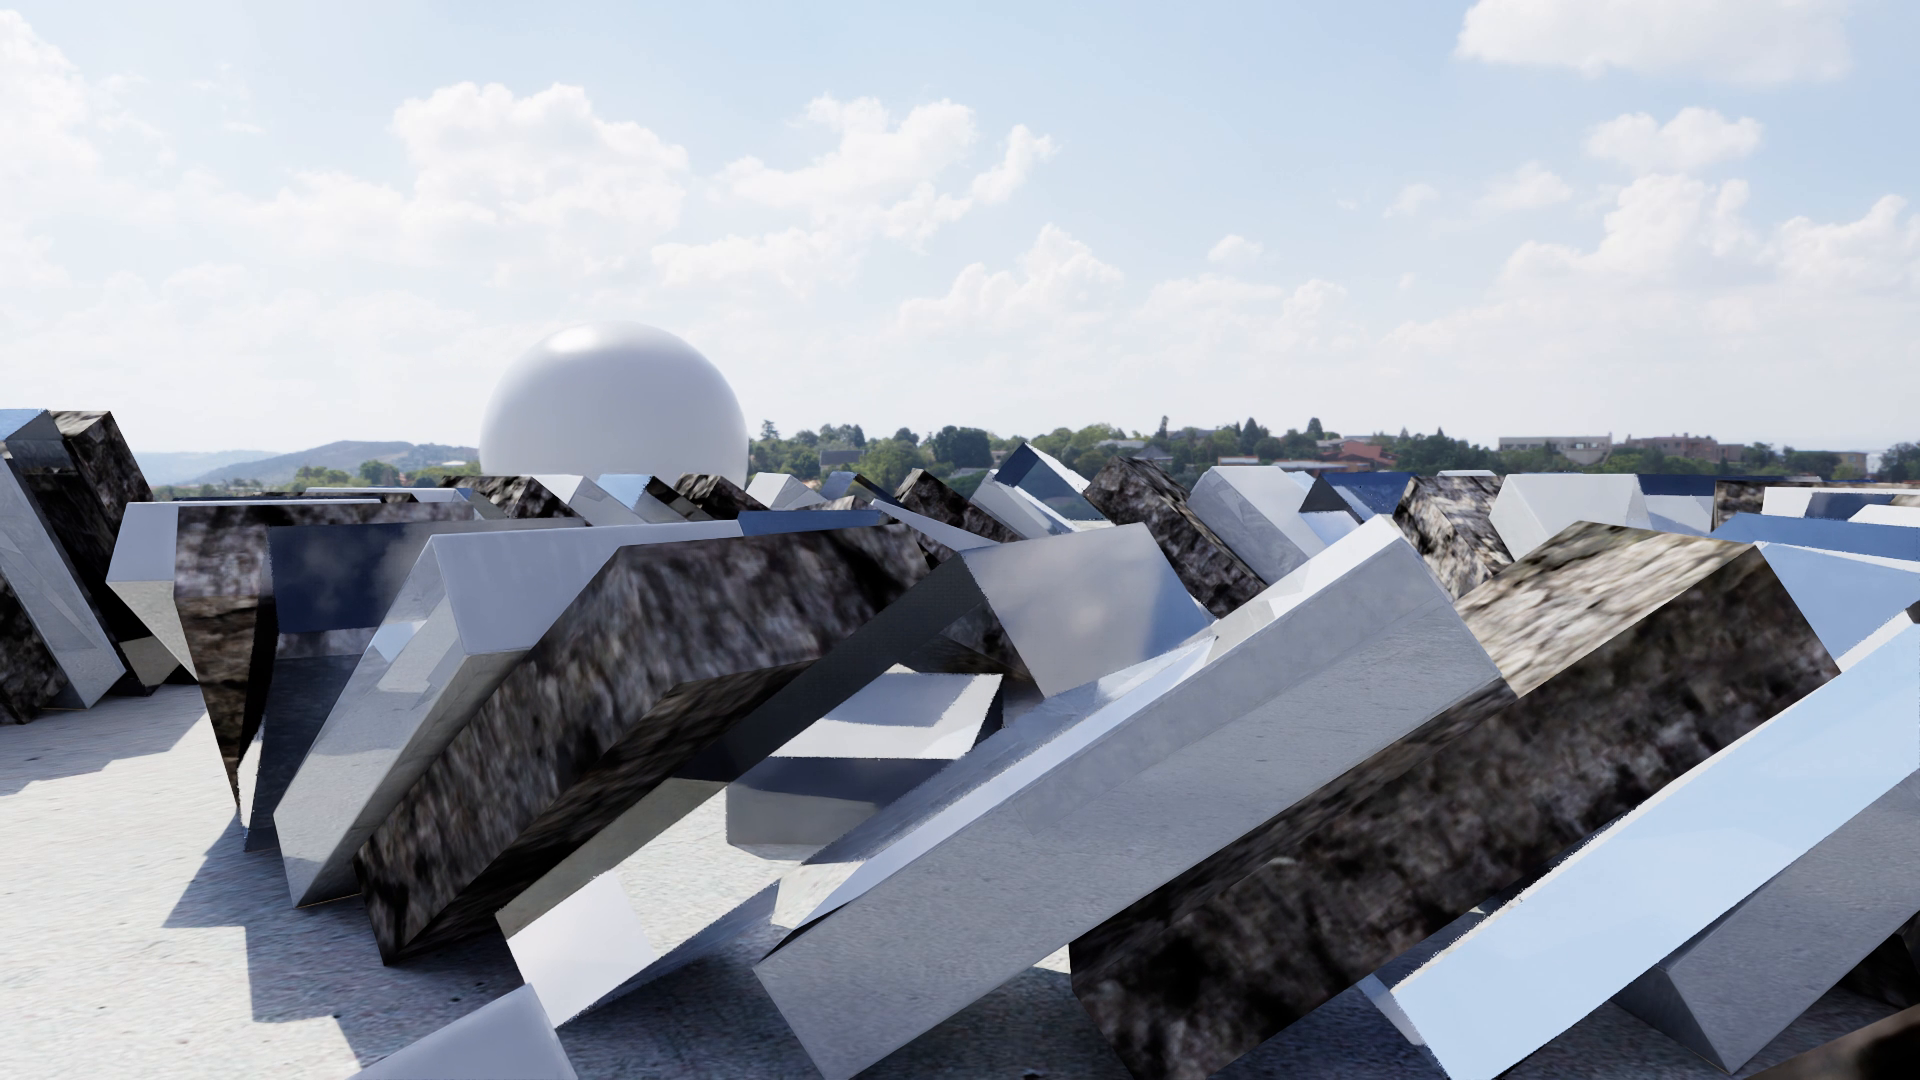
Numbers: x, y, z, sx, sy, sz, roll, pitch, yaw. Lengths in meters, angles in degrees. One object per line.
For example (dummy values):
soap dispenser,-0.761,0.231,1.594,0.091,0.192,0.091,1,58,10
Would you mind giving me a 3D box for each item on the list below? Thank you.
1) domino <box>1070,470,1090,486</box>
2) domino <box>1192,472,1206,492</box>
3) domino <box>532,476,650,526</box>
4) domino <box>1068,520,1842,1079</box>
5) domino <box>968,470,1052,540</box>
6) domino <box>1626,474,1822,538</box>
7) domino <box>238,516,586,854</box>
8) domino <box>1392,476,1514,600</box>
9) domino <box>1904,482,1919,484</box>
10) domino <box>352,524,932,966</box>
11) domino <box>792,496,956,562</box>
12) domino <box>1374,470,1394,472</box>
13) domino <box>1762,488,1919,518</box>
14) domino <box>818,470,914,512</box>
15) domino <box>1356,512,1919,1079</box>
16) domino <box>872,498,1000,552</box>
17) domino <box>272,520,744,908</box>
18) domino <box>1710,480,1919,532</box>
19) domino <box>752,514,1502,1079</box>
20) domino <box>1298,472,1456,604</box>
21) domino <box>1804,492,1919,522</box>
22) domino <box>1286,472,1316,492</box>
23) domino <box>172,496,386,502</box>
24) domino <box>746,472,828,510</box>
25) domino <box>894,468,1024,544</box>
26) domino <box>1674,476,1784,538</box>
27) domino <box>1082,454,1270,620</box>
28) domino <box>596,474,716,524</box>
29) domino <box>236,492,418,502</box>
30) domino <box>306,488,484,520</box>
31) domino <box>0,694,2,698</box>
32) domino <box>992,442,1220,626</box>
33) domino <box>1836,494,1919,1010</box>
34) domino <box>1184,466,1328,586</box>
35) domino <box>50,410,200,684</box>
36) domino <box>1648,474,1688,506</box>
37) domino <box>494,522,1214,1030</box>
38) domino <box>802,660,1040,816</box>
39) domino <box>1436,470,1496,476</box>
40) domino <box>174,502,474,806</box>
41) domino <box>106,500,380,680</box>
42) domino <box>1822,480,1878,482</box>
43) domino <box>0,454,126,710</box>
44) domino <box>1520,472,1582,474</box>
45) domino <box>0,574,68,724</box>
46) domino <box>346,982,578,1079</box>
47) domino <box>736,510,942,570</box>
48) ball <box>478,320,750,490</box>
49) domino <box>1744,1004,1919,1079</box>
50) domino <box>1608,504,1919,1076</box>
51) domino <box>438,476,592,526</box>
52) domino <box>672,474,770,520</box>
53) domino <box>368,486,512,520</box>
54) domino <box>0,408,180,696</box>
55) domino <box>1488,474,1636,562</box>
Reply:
domino,0.045,0.000,0.325,0.050,0.009,0.025,35,9,7
domino,0.081,0.001,0.319,0.050,0.009,0.025,37,16,16
domino,-0.067,0.004,0.265,0.025,0.009,0.050,3,-29,44
domino,0.031,0.017,0.092,0.050,0.009,0.025,-35,2,5
domino,0.026,0.000,0.326,0.050,0.010,0.025,34,6,2
domino,0.113,0.010,0.180,0.025,0.009,0.050,2,41,14
domino,-0.054,0.015,0.124,0.025,0.010,0.050,-3,-29,-34
domino,0.098,0.008,0.217,0.025,0.009,0.050,-1,40,-17
domino,0.183,0.008,0.219,0.025,0.009,0.050,-1,38,-11
domino,-0.025,0.017,0.101,0.025,0.009,0.050,-6,-28,-48
domino,-0.007,0.009,0.218,0.050,0.009,0.025,29,-23,-33
domino,0.116,0.002,0.306,0.050,0.010,0.025,42,26,27
domino,0.104,0.013,0.145,0.025,0.009,0.050,3,41,35
domino,-0.010,0.001,0.312,0.050,0.009,0.025,35,-7,-18
domino,0.049,0.017,0.096,0.050,0.010,0.025,-36,7,-2
domino,0.004,0.008,0.238,0.050,0.009,0.025,19,-18,-10
domino,-0.040,0.016,0.112,0.025,0.009,0.050,-4,-29,-43
domino,0.110,0.012,0.162,0.025,0.010,0.050,3,41,26
domino,0.012,0.017,0.091,0.050,0.010,0.025,-36,-6,15
domino,0.087,0.007,0.233,0.025,0.009,0.050,-2,41,-28
domino,0.094,0.014,0.128,0.025,0.010,0.050,4,42,46
domino,0.099,0.001,0.313,0.050,0.010,0.025,38,20,21
domino,-0.082,0.011,0.173,0.025,0.009,0.050,0,-30,0
domino,-0.026,0.002,0.302,0.050,0.010,0.025,35,-11,-23
domino,0.007,0.000,0.320,0.050,0.010,0.025,35,-1,-9
domino,0.169,0.006,0.253,0.025,0.009,0.050,-1,38,-20
domino,0.049,0.004,0.248,0.050,0.010,0.025,45,19,20
domino,-0.055,0.004,0.279,0.050,0.010,0.025,39,-21,-34
domino,-0.084,0.010,0.192,0.025,0.009,0.050,0,-30,7
domino,-0.083,0.009,0.210,0.025,0.009,0.050,1,-30,12
domino,-0.158,0.005,0.175,0.025,0.050,0.009,1,35,8
domino,0.030,0.002,0.253,0.050,0.010,0.025,44,10,17
domino,0.083,0.016,0.111,0.050,0.010,0.025,-40,19,-16
domino,0.069,0.005,0.243,0.025,0.009,0.050,-4,43,-47
domino,-0.148,0.002,0.218,0.025,0.050,0.010,1,35,8
domino,0.159,0.005,0.269,0.025,0.009,0.050,-2,38,-27
domino,-0.008,0.017,0.092,0.050,0.009,0.025,-38,-16,29
domino,-0.003,0.025,0.171,0.025,0.010,0.050,0,4,6
domino,0.133,0.002,0.296,0.025,0.010,0.050,-3,40,-42
domino,-0.066,0.014,0.139,0.025,0.009,0.050,-2,-31,-24
domino,-0.077,0.013,0.155,0.025,0.009,0.050,-1,-30,-9
domino,0.176,0.007,0.237,0.025,0.010,0.050,-1,38,-17
domino,-0.153,0.004,0.197,0.025,0.050,0.009,1,35,8
domino,0.147,0.003,0.284,0.025,0.009,0.050,-2,39,-34
domino,-0.155,0.005,0.186,0.025,0.050,0.009,1,35,8
domino,-0.027,0.024,0.014,0.050,0.009,0.025,-35,-11,24
domino,-0.011,0.011,0.198,0.025,0.009,0.050,0,-26,31
ball,-0.105,-0.027,0.394,0.080,0.080,0.080,0,4,0
domino,-0.009,0.024,0.011,0.050,0.009,0.025,-34,-6,17
domino,0.067,0.016,0.101,0.050,0.010,0.025,-37,11,-7
domino,-0.076,0.006,0.248,0.025,0.010,0.050,2,-30,33
domino,-0.041,0.003,0.292,0.050,0.009,0.025,36,-15,-28
domino,-0.081,0.008,0.231,0.025,0.010,0.050,2,-28,27
domino,-0.150,0.003,0.208,0.025,0.050,0.010,1,35,8
domino,0.106,0.009,0.200,0.025,0.009,0.050,0,41,-6
